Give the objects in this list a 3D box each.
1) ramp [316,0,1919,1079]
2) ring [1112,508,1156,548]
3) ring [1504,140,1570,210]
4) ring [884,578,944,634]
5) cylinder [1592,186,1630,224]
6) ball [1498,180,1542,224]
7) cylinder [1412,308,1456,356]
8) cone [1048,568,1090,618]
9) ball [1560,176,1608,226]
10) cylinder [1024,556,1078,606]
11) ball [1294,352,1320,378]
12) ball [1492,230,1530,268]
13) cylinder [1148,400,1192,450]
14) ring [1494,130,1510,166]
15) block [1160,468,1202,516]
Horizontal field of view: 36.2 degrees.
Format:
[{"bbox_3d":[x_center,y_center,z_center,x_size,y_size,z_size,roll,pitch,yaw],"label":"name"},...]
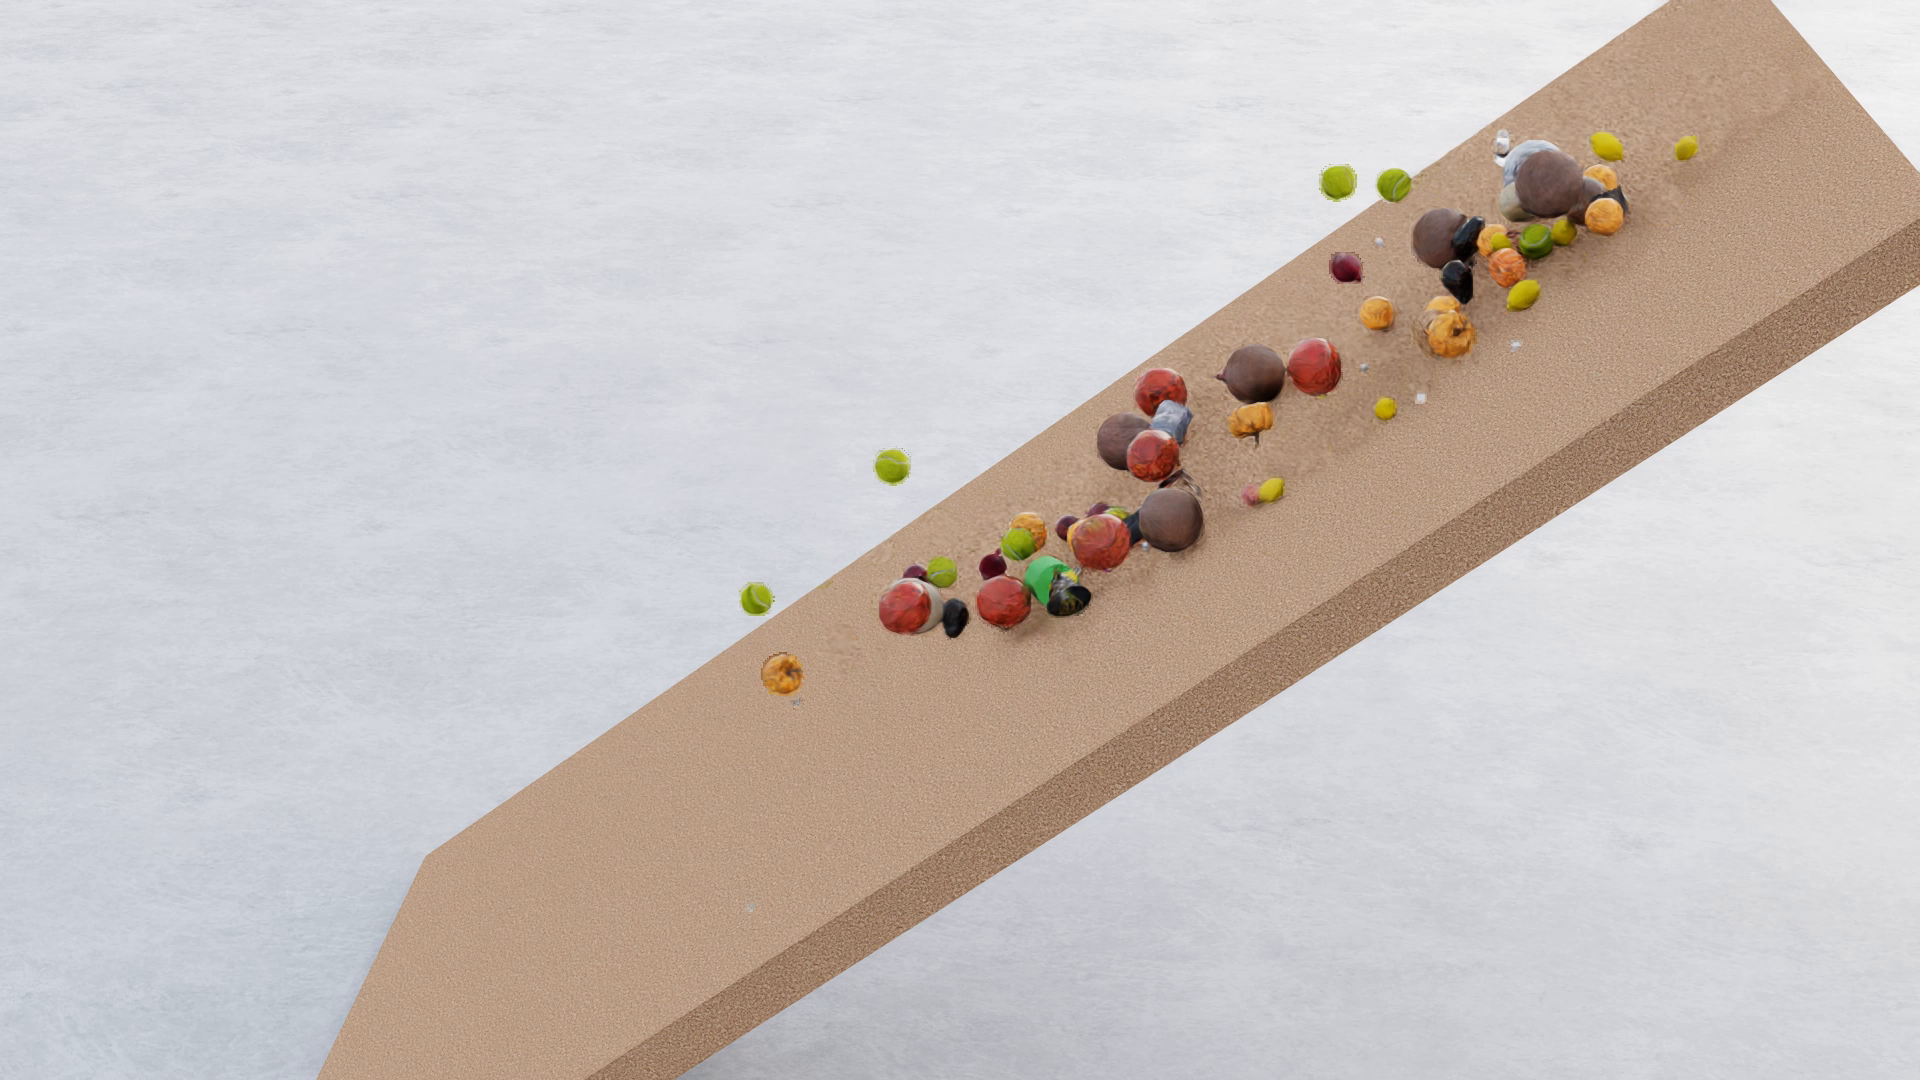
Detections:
[{"bbox_3d":[0.128,0.179,6.323,4.000,0.100,2.000,-34,16,17],"label":"ramp"},{"bbox_3d":[0.361,-0.023,6.108,0.108,0.036,0.108,-37,12,9],"label":"ring"},{"bbox_3d":[1.189,-0.753,6.069,0.145,0.145,0.048,14,17,31],"label":"ring"},{"bbox_3d":[-0.100,0.141,6.315,0.136,0.136,0.045,7,35,15],"label":"ring"},{"bbox_3d":[1.260,-0.647,5.687,0.057,0.057,0.057,-22,2,1],"label":"cylinder"},{"bbox_3d":[1.118,-0.675,5.871,0.084,0.084,0.084,0,23,0],"label":"ball"},{"bbox_3d":[0.932,-0.409,5.787,0.075,0.075,0.075,-1,20,-2],"label":"cylinder"},{"bbox_3d":[0.205,0.090,5.914,0.093,0.093,0.093,-8,50,-18],"label":"cone"},{"bbox_3d":[1.226,-0.664,5.767,0.096,0.096,0.096,0,23,0],"label":"ball"},{"bbox_3d":[0.190,0.087,6.074,0.093,0.093,0.093,-5,11,-12],"label":"cylinder"},{"bbox_3d":[0.731,-0.368,6.201,0.053,0.053,0.053,0,23,0],"label":"ball"},{"bbox_3d":[1.108,-0.585,5.917,0.074,0.074,0.074,0,23,0],"label":"ball"},{"bbox_3d":[0.457,-0.250,6.411,0.077,0.077,0.077,11,60,24],"label":"cylinder"},{"bbox_3d":[1.188,-0.860,6.446,0.027,0.080,0.080,6,23,7],"label":"ring"},{"bbox_3d":[0.455,-0.100,6.064,0.060,0.060,0.060,-34,16,16],"label":"block"}]
